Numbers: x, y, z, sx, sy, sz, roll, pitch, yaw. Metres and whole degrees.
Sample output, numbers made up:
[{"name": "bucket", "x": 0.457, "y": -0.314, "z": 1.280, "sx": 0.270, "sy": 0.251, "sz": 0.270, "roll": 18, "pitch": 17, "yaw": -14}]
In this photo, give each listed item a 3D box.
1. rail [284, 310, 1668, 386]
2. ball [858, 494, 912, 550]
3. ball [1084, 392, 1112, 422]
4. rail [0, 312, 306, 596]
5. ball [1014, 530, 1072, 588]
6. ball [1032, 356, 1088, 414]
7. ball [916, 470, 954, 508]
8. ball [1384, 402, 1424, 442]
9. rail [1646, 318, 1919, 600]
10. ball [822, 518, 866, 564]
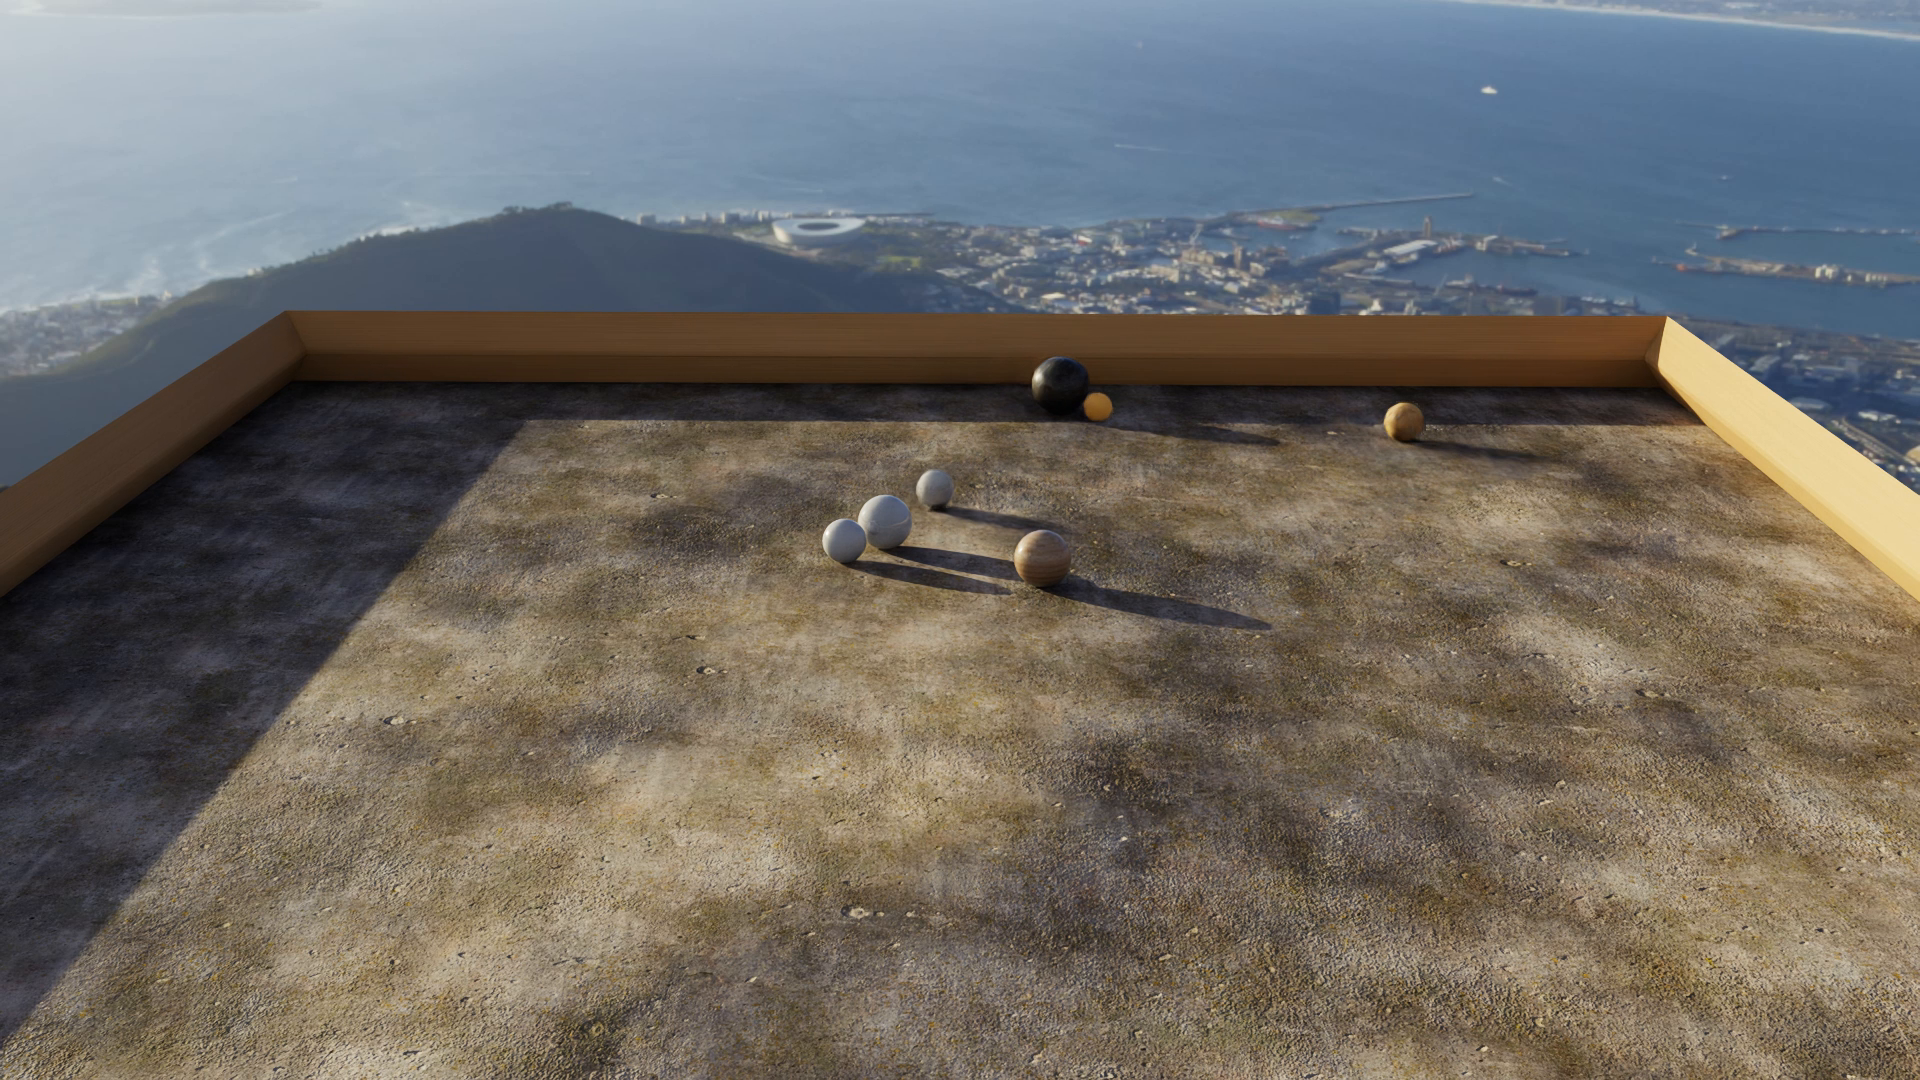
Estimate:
[{"name": "rail", "x": 0.019, "y": -0.308, "z": 3.595, "sx": 2.266, "sy": 0.117, "sz": 0.045, "roll": 0, "pitch": 18, "yaw": 1}, {"name": "ball", "x": -0.094, "y": -0.023, "z": 2.773, "sx": 0.069, "sy": 0.069, "sz": 0.069, "roll": 0, "pitch": 18, "yaw": 0}, {"name": "ball", "x": 0.212, "y": -0.205, "z": 3.392, "sx": 0.045, "sy": 0.045, "sz": 0.045, "roll": 0, "pitch": 18, "yaw": 0}, {"name": "rail", "x": -1.129, "y": 0.250, "z": 1.824, "sx": 0.045, "sy": 0.117, "sz": 3.808, "roll": 0, "pitch": 18, "yaw": 1}, {"name": "ball", "x": 0.099, "y": 0.022, "z": 2.631, "sx": 0.069, "sy": 0.069, "sz": 0.069, "roll": 0, "pitch": 18, "yaw": 0}, {"name": "ball", "x": 0.156, "y": -0.242, "z": 3.433, "sx": 0.090, "sy": 0.090, "sz": 0.090, "roll": 0, "pitch": 18, "yaw": 0}, {"name": "ball", "x": -0.034, "y": -0.067, "z": 2.944, "sx": 0.051, "sy": 0.051, "sz": 0.051, "roll": 0, "pitch": 18, "yaw": 0}, {"name": "ball", "x": 0.662, "y": -0.176, "z": 3.276, "sx": 0.059, "sy": 0.059, "sz": 0.059, "roll": 0, "pitch": 18, "yaw": 0}, {"name": "rail", "x": 1.089, "y": 0.264, "z": 1.780, "sx": 0.045, "sy": 0.117, "sz": 3.808, "roll": 0, "pitch": 18, "yaw": 1}, {"name": "ball", "x": -0.143, "y": 0.001, "z": 2.720, "sx": 0.055, "sy": 0.055, "sz": 0.055, "roll": 0, "pitch": 18, "yaw": 0}]
